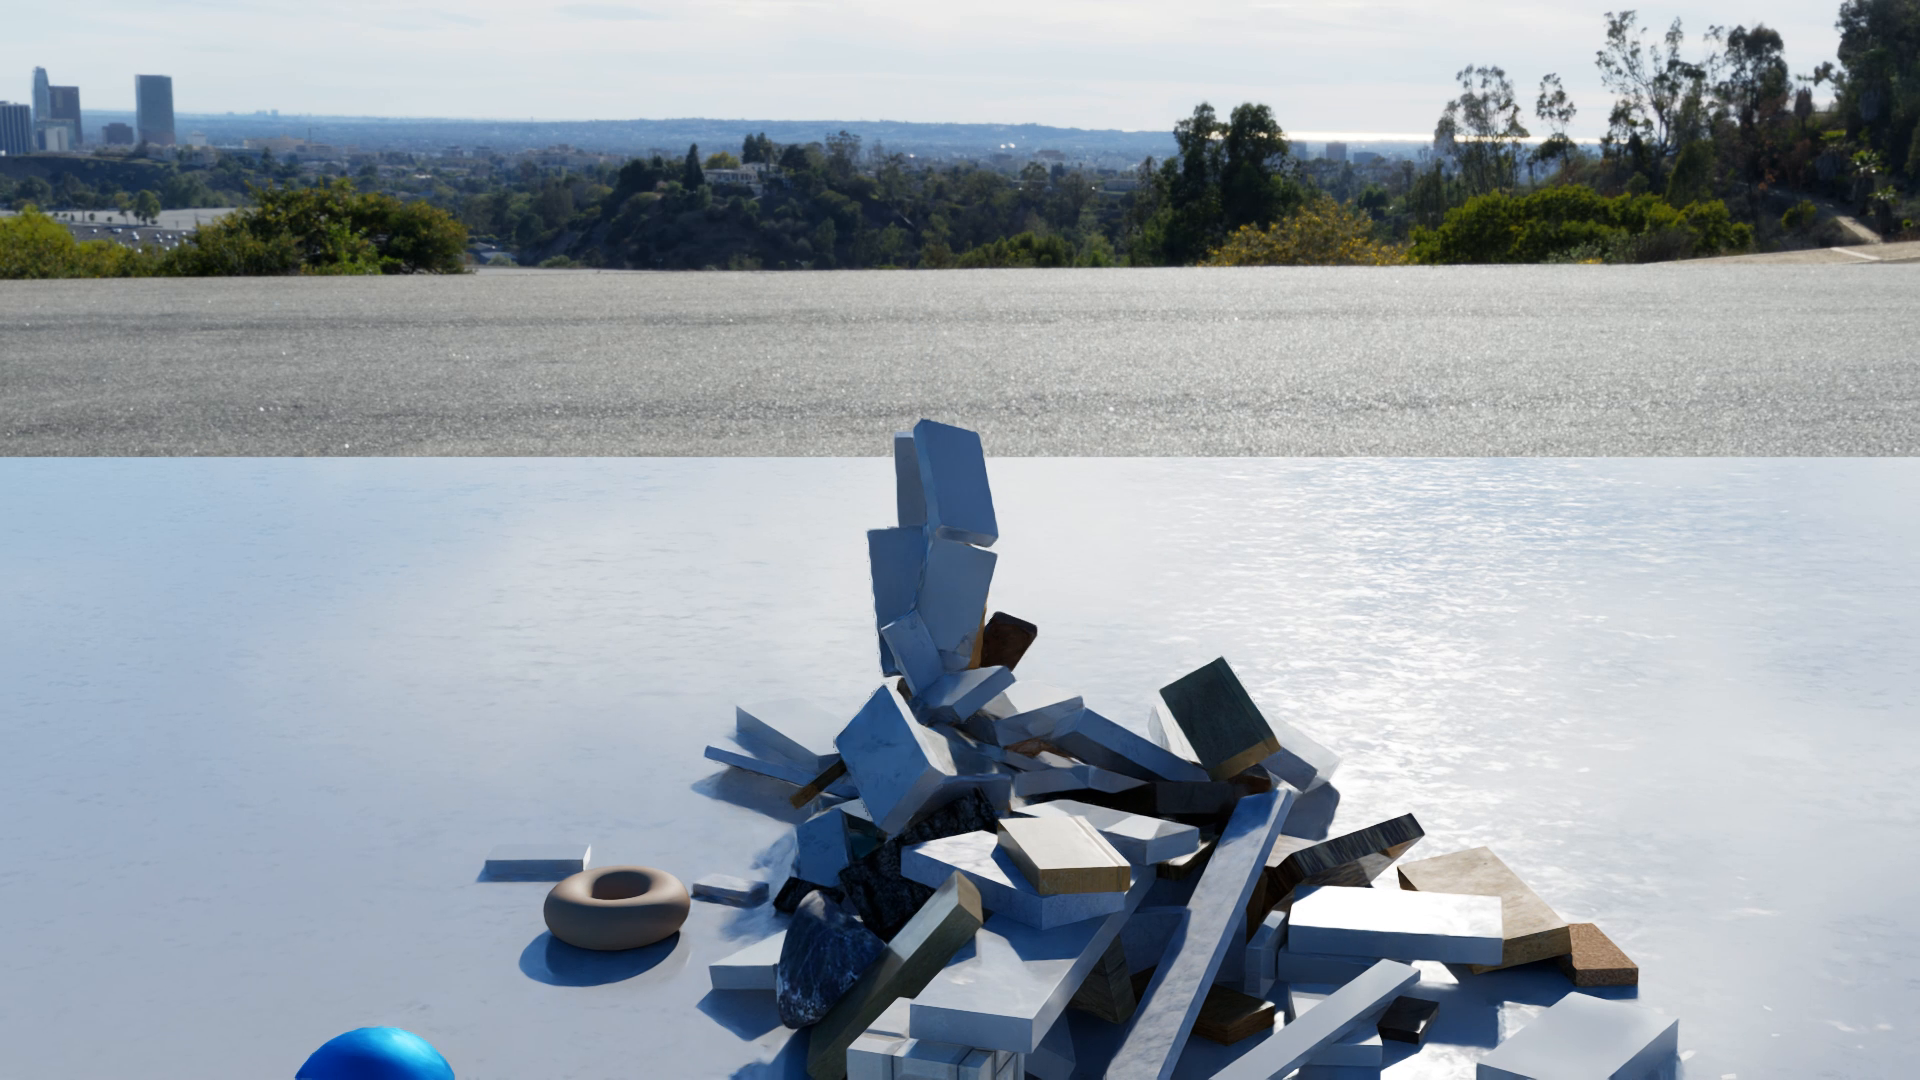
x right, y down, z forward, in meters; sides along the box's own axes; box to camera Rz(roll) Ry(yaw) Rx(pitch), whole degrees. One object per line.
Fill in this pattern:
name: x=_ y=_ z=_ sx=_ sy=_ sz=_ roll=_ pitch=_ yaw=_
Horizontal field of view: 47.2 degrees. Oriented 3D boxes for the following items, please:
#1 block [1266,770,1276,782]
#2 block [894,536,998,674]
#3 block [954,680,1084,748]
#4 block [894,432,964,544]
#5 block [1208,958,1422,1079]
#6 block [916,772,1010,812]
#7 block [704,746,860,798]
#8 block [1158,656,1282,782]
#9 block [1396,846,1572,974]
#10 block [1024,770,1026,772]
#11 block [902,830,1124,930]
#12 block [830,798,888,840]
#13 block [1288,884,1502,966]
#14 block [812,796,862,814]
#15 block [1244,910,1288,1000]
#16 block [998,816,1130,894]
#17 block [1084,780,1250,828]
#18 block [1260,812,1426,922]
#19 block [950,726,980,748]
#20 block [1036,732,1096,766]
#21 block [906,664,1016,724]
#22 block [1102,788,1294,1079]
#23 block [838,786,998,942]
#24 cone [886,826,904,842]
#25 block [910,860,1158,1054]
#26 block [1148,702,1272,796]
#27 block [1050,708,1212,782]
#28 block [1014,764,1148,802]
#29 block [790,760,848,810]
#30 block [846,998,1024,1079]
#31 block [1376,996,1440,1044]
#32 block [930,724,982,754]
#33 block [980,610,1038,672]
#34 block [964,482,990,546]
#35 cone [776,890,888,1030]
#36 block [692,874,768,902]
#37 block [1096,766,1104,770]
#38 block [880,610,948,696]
block: x=0.529 y=0.445 z=4.316 sx=0.169 sy=0.048 sz=0.468 roll=4 pitch=11 yaw=20
block: x=-0.027 y=0.142 z=4.430 sx=0.138 sy=0.276 sz=0.039 roll=16 pitch=-2 yaw=-14
block: x=0.104 y=0.319 z=4.070 sx=0.169 sy=0.048 sz=0.338 roll=-16 pitch=5 yaw=-13
block: x=-0.060 y=0.070 z=4.750 sx=0.138 sy=0.626 sz=0.039 roll=-2 pitch=20 yaw=0
block: x=0.416 y=0.693 z=2.929 sx=0.061 sy=0.017 sz=0.692 roll=9 pitch=18 yaw=40
block: x=-0.005 y=0.390 z=3.395 sx=0.164 sy=0.056 sz=0.016 roll=-2 pitch=34 yaw=-6
block: x=-0.310 y=0.457 z=4.219 sx=0.472 sy=0.023 sz=0.081 roll=9 pitch=-11 yaw=43
block: x=0.434 y=0.301 z=3.694 sx=0.126 sy=0.036 sz=0.252 roll=-28 pitch=31 yaw=1
block: x=0.828 y=0.584 z=3.502 sx=0.155 sy=0.044 sz=0.380 roll=-12 pitch=11 yaw=-3
block: x=0.218 y=0.478 z=4.053 sx=0.138 sy=0.039 sz=0.276 roll=16 pitch=6 yaw=-16
block: x=0.071 y=0.475 z=3.095 sx=0.152 sy=0.043 sz=0.304 roll=-5 pitch=10 yaw=-39
block: x=-0.136 y=0.473 z=3.730 sx=0.084 sy=0.024 sz=0.167 roll=-11 pitch=14 yaw=-39
block: x=0.659 y=0.581 z=3.325 sx=0.310 sy=0.044 sz=0.155 roll=2 pitch=14 yaw=12
block: x=-0.219 y=0.486 z=3.996 sx=0.084 sy=0.024 sz=0.168 roll=-2 pitch=-11 yaw=-10
block: x=0.456 y=0.620 z=3.276 sx=0.024 sy=0.084 sz=0.167 roll=4 pitch=11 yaw=21
block: x=0.142 y=0.439 z=3.078 sx=0.126 sy=0.036 sz=0.253 roll=0 pitch=8 yaw=-12
block: x=0.314 y=0.459 z=3.692 sx=0.178 sy=0.050 sz=0.356 roll=5 pitch=-16 yaw=-26
block: x=0.606 y=0.535 z=3.579 sx=0.311 sy=0.155 sz=0.044 roll=-9 pitch=58 yaw=-41
block: x=0.024 y=0.400 z=4.252 sx=0.140 sy=0.020 sz=0.070 roll=29 pitch=7 yaw=33
block: x=0.282 y=0.399 z=4.155 sx=0.154 sy=0.044 sz=0.598 roll=10 pitch=9 yaw=-37
block: x=-0.012 y=0.293 z=4.121 sx=0.126 sy=0.036 sz=0.406 roll=-36 pitch=5 yaw=-16
block: x=0.345 y=0.574 z=3.152 sx=0.084 sy=0.024 sz=0.876 roll=-15 pitch=15 yaw=26
block: x=-0.047 y=0.494 z=3.337 sx=0.254 sy=0.036 sz=0.126 roll=-32 pitch=53 yaw=-2
cone: x=-0.049 y=0.551 z=3.595 sx=0.233 sy=0.233 sz=0.233 roll=-4 pitch=-15 yaw=-21
block: x=0.118 y=0.536 z=2.984 sx=0.152 sy=0.043 sz=0.753 roll=4 pitch=8 yaw=16
block: x=0.461 y=0.398 z=4.124 sx=0.178 sy=0.050 sz=0.464 roll=14 pitch=8 yaw=-1
block: x=0.319 y=0.388 z=3.781 sx=0.309 sy=0.044 sz=0.154 roll=28 pitch=-17 yaw=-7
block: x=0.208 y=0.419 z=3.690 sx=0.132 sy=0.037 sz=0.264 roll=-10 pitch=-16 yaw=25
block: x=-0.216 y=0.415 z=4.024 sx=0.221 sy=0.024 sz=0.084 roll=-36 pitch=-4 yaw=-46
block: x=-0.028 y=0.683 z=2.703 sx=0.169 sy=0.169 sz=0.169 roll=4 pitch=11 yaw=20
block: x=0.637 y=0.682 z=3.127 sx=0.061 sy=0.017 sz=0.121 roll=5 pitch=12 yaw=25
block: x=0.034 y=0.440 z=4.003 sx=0.039 sy=0.138 sz=0.276 roll=-31 pitch=28 yaw=-16
block: x=0.081 y=0.251 z=4.909 sx=0.102 sy=0.203 sz=0.029 roll=21 pitch=37 yaw=-15
block: x=-0.009 y=-0.064 z=4.851 sx=0.102 sy=0.203 sz=0.029 roll=28 pitch=-35 yaw=-15
cone: x=-0.126 y=0.605 z=3.080 sx=0.197 sy=0.197 sz=0.197 roll=7 pitch=12 yaw=19
block: x=-0.384 y=0.581 z=3.675 sx=0.112 sy=0.016 sz=0.056 roll=5 pitch=12 yaw=24
block: x=0.252 y=0.474 z=3.908 sx=0.070 sy=0.140 sz=0.020 roll=-3 pitch=-2 yaw=-17
block: x=-0.085 y=0.229 z=4.347 sx=0.081 sy=0.163 sz=0.023 roll=-31 pitch=10 yaw=-29
